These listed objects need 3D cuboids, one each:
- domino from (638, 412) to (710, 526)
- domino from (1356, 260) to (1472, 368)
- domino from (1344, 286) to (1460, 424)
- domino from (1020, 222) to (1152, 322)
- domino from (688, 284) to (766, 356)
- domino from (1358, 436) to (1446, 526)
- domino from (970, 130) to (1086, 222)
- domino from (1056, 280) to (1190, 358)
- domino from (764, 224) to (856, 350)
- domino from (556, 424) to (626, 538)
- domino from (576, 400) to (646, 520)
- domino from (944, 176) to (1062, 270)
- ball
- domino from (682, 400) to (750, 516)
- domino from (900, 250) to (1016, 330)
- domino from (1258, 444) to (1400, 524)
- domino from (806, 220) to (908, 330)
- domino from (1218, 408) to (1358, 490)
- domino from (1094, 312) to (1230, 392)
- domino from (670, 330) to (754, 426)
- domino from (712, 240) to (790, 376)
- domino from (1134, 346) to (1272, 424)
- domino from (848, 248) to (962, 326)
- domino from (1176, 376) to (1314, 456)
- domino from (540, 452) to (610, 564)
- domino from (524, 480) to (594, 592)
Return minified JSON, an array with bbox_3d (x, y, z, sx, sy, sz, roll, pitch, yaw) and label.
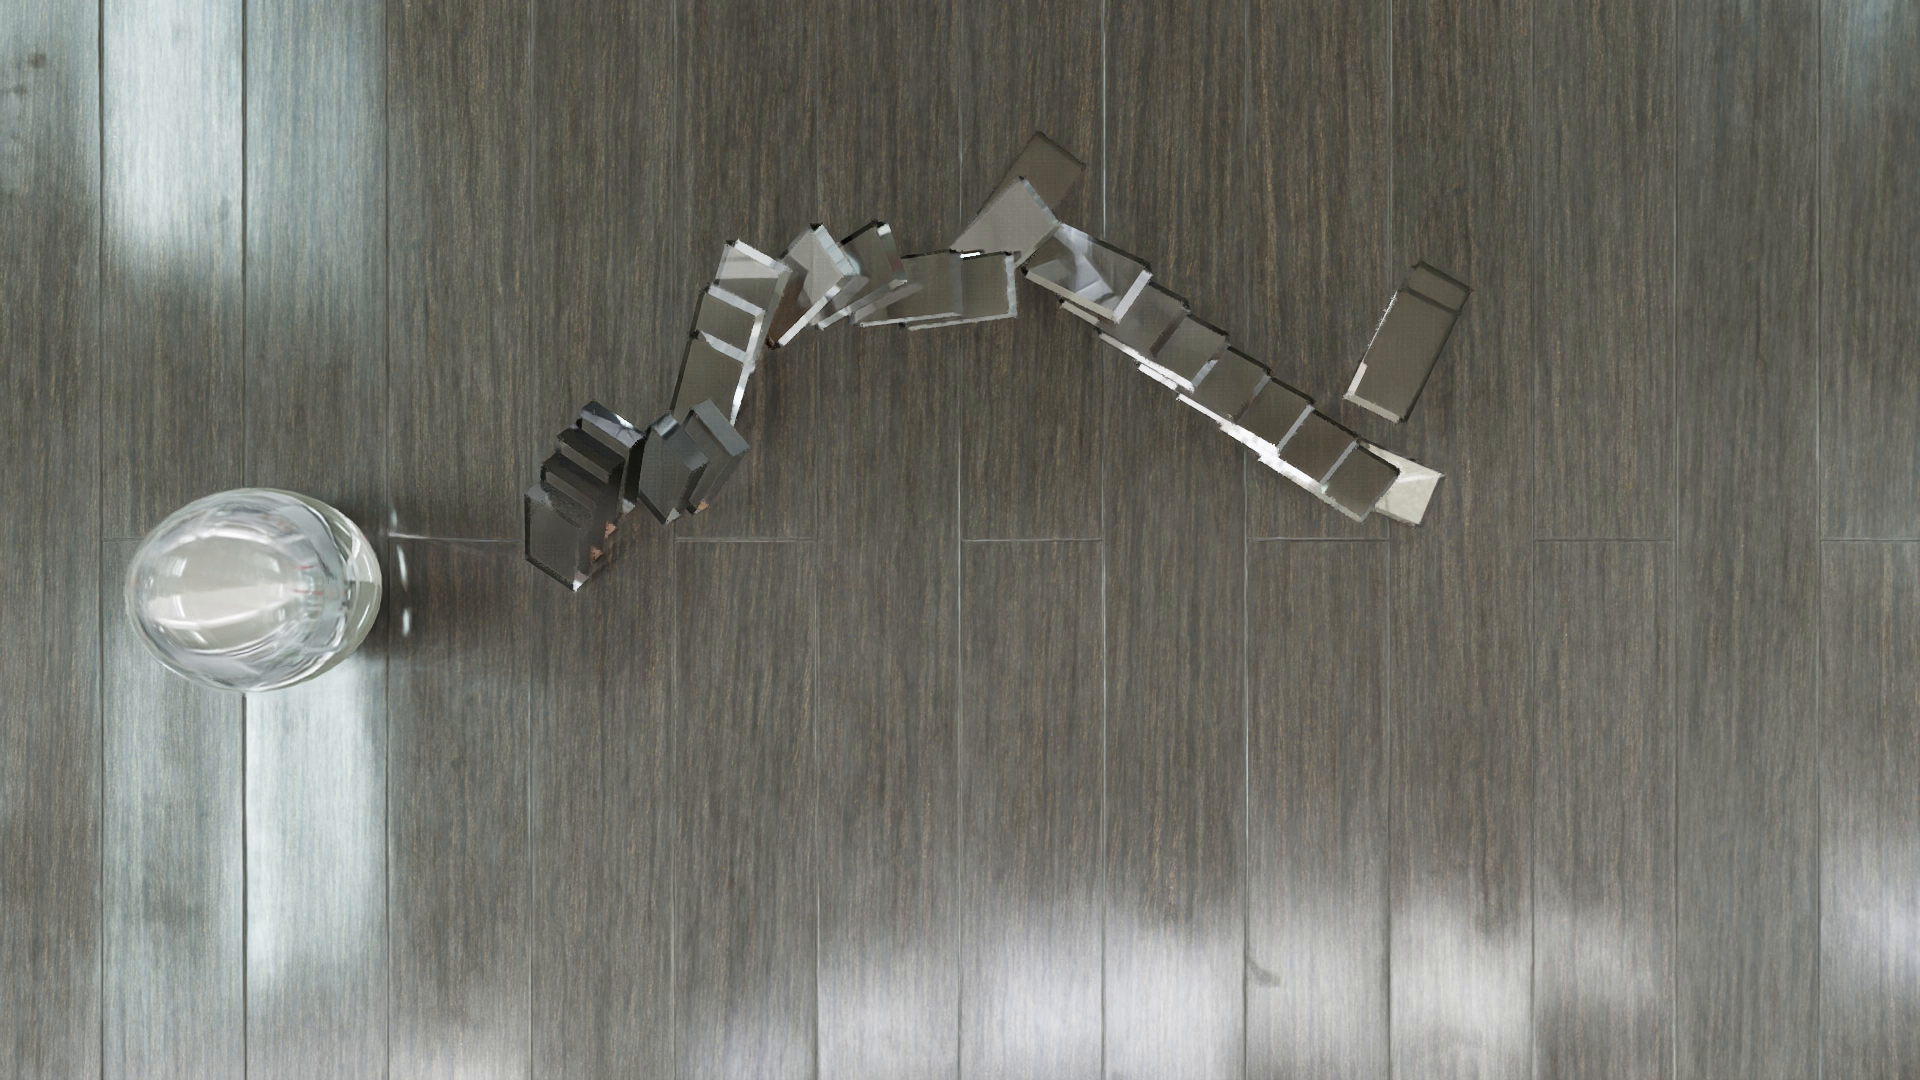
[{"bbox_3d":[-0.121,-0.028,0.377,0.025,0.050,0.010,49,51,1],"label":"domino"},{"bbox_3d":[0.196,-0.091,0.395,0.025,0.009,0.050,29,90,0],"label":"domino"},{"bbox_3d":[0.186,-0.078,0.386,0.025,0.010,0.050,26,90,0],"label":"domino"},{"bbox_3d":[0.052,-0.113,0.384,0.050,0.010,0.025,34,89,26],"label":"domino"},{"bbox_3d":[-0.101,-0.078,0.384,0.025,0.009,0.050,25,120,0],"label":"domino"},{"bbox_3d":[0.180,-0.027,0.395,0.050,0.010,0.025,23,90,0],"label":"domino"},{"bbox_3d":[0.029,-0.148,0.395,0.025,0.010,0.050,36,90,0],"label":"domino"},{"bbox_3d":[0.068,-0.100,0.385,0.050,0.010,0.025,38,90,26],"label":"domino"},{"bbox_3d":[-0.069,-0.105,0.383,0.050,0.010,0.025,-35,90,31],"label":"domino"},{"bbox_3d":[-0.153,-0.023,0.378,0.025,0.050,0.010,34,50,0],"label":"domino"},{"bbox_3d":[-0.145,-0.032,0.378,0.025,0.050,0.009,33,50,0],"label":"domino"},{"bbox_3d":[0.015,-0.124,0.384,0.050,0.009,0.025,-37,90,28],"label":"domino"},{"bbox_3d":[-0.274,0.019,0.360,0.080,0.080,0.080,0,90,0],"label":"ball"},{"bbox_3d":[-0.107,-0.033,0.379,0.025,0.050,0.009,50,46,0],"label":"domino"},{"bbox_3d":[-0.002,-0.104,0.384,0.050,0.009,0.025,-1,95,24],"label":"domino"},{"bbox_3d":[0.154,-0.032,0.384,0.050,0.009,0.025,40,92,27],"label":"domino"},{"bbox_3d":[-0.048,-0.110,0.383,0.050,0.009,0.025,-19,90,32],"label":"domino"},{"bbox_3d":[0.137,-0.046,0.384,0.050,0.009,0.025,39,91,27],"label":"domino"},{"bbox_3d":[0.085,-0.086,0.385,0.050,0.010,0.025,38,90,26],"label":"domino"},{"bbox_3d":[-0.106,-0.059,0.383,0.025,0.009,0.050,26,120,0],"label":"domino"},{"bbox_3d":[-0.092,-0.096,0.383,0.025,0.010,0.050,29,120,1],"label":"domino"},{"bbox_3d":[0.101,-0.072,0.385,0.050,0.010,0.025,37,90,26],"label":"domino"},{"bbox_3d":[-0.024,-0.105,0.383,0.050,0.009,0.025,0,96,27],"label":"domino"},{"bbox_3d":[0.119,-0.060,0.385,0.050,0.010,0.025,37,90,26],"label":"domino"},{"bbox_3d":[-0.159,-0.012,0.378,0.025,0.050,0.009,34,50,0],"label":"domino"},{"bbox_3d":[-0.166,-0.001,0.378,0.025,0.050,0.009,34,50,0],"label":"domino"}]
